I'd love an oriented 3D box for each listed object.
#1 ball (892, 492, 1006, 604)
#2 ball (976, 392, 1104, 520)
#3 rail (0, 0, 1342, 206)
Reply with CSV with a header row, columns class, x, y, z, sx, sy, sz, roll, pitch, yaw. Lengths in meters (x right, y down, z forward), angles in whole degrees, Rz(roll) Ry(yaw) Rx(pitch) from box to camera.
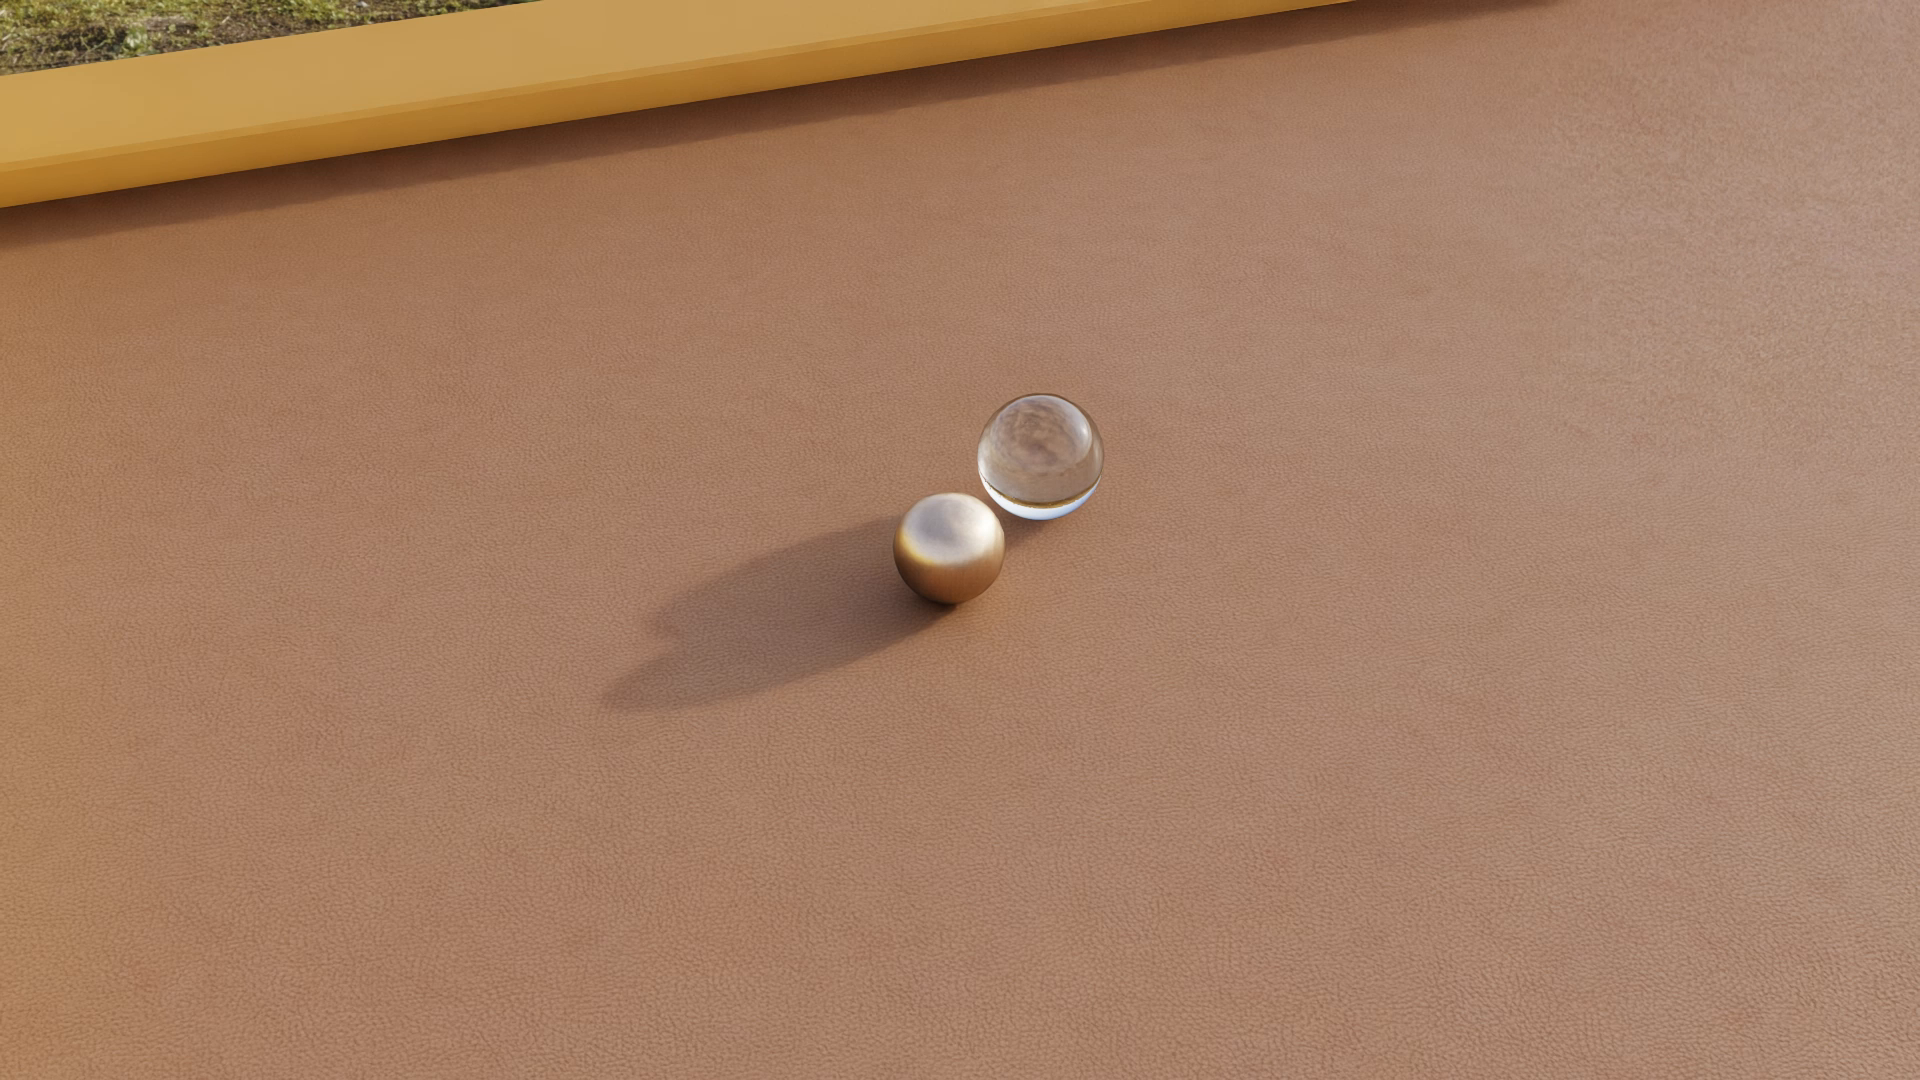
class,x,y,z,sx,sy,sz,roll,pitch,yaw
ball,-0.006,0.005,1.555,0.069,0.069,0.069,0,35,0
ball,0.051,-0.053,1.626,0.081,0.081,0.081,0,35,0
rail,0.386,-0.522,2.267,2.649,0.105,0.045,-12,37,-16
